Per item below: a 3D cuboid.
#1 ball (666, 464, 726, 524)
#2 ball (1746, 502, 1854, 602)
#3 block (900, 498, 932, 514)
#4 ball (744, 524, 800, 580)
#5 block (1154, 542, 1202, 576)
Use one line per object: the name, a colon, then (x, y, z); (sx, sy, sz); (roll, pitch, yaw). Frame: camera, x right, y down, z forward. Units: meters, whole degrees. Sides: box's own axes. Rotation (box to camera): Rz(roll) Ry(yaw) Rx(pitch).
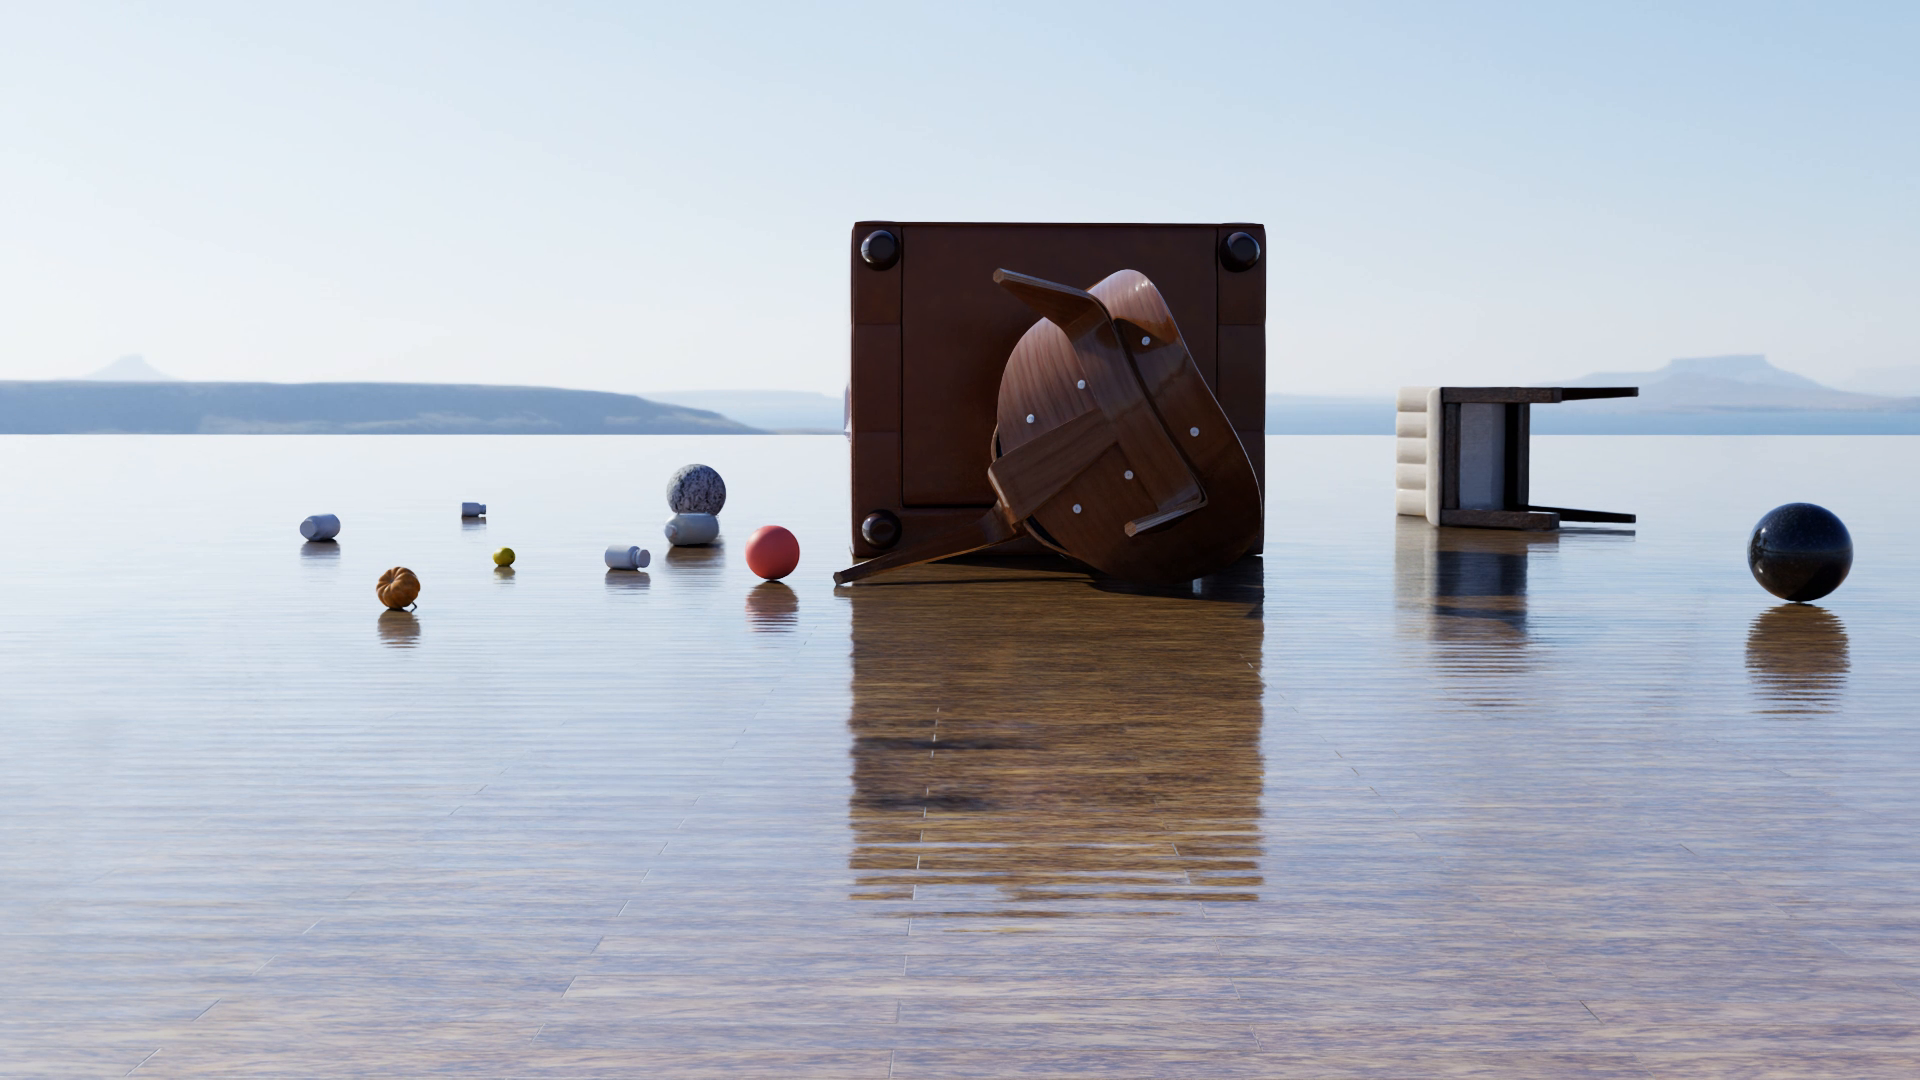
ball: (-0.882, -0.156, 7.359); (0.200, 0.200, 0.200); (0, 4, 0)
ball: (1.770, 0.025, 4.633); (0.212, 0.212, 0.212); (0, 4, 0)
block: (-0.160, -0.123, 7.972); (0.113, 0.049, 0.044); (-1, 4, -10)
ball: (-0.441, 0.029, 5.170); (0.130, 0.130, 0.130); (0, 4, 0)
block: (0.530, 0.044, 5.356); (0.097, 0.074, 0.076); (1, 4, 20)
